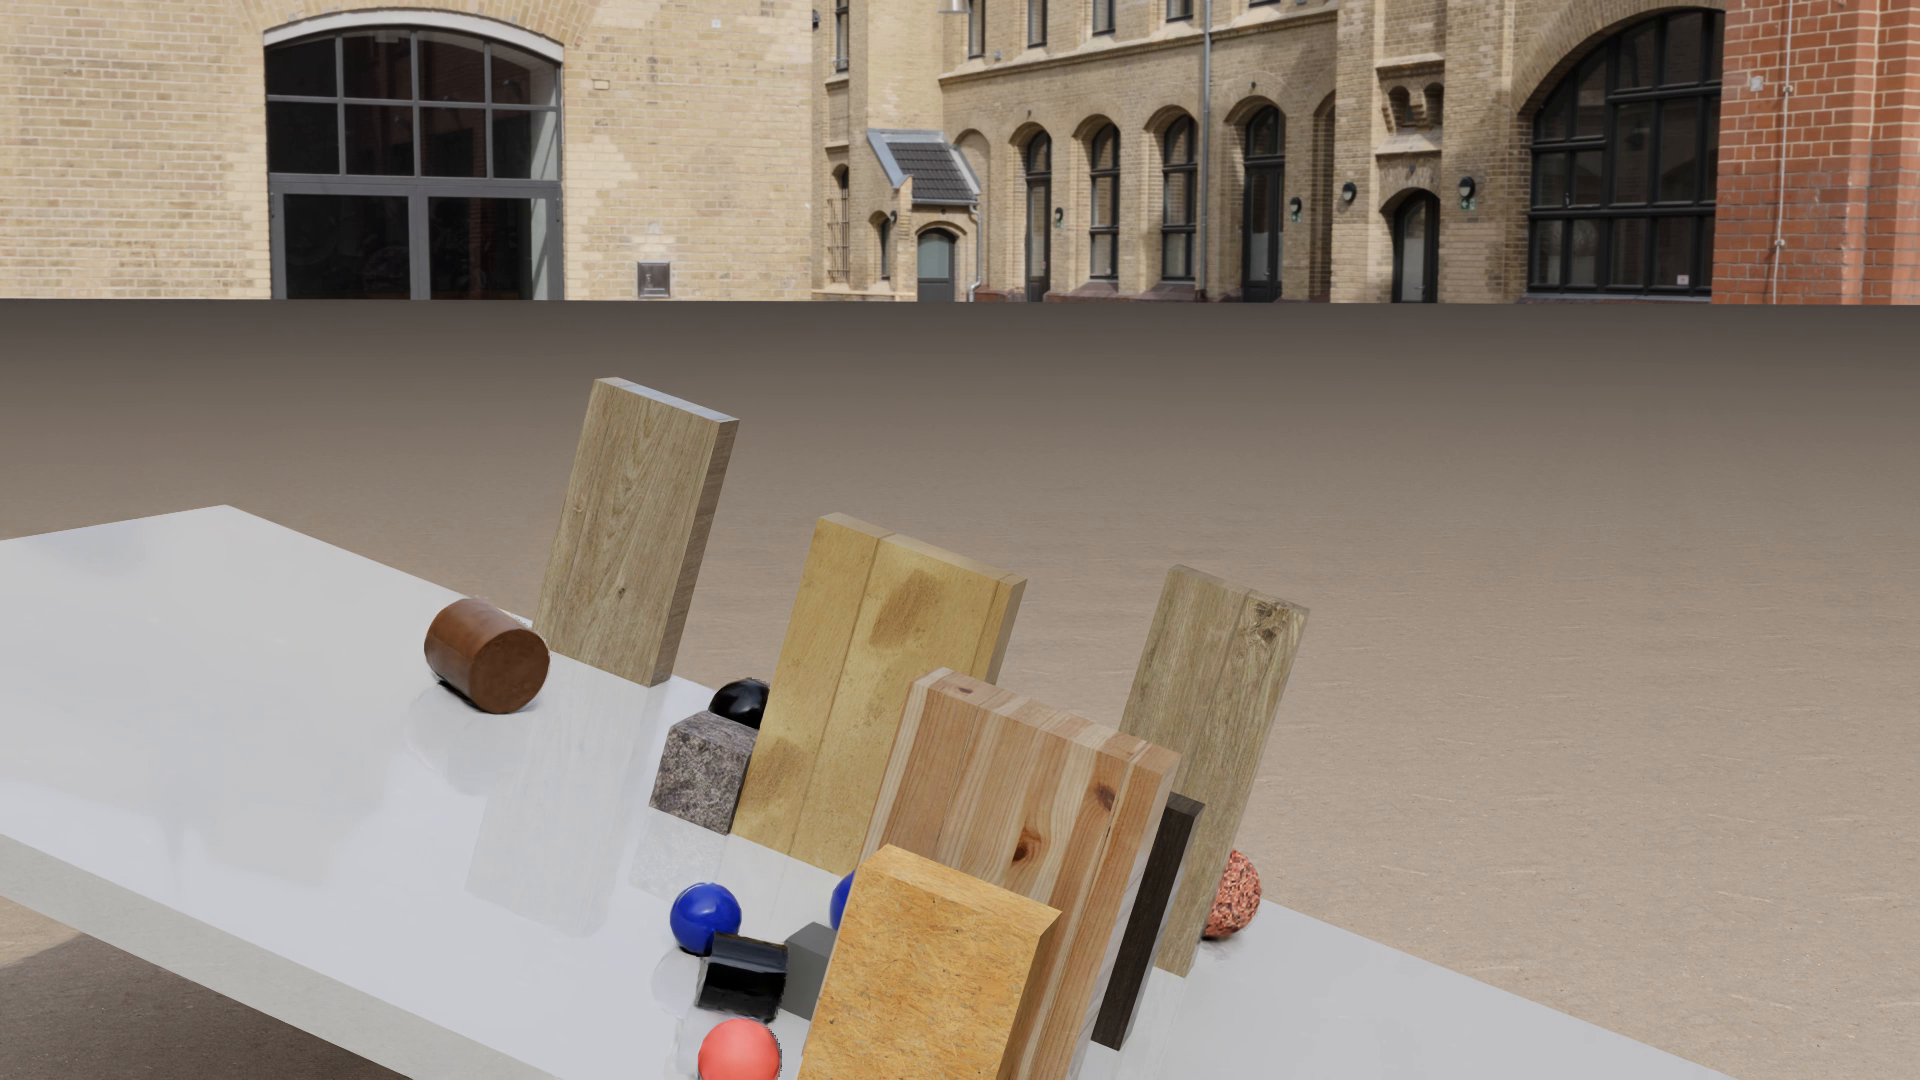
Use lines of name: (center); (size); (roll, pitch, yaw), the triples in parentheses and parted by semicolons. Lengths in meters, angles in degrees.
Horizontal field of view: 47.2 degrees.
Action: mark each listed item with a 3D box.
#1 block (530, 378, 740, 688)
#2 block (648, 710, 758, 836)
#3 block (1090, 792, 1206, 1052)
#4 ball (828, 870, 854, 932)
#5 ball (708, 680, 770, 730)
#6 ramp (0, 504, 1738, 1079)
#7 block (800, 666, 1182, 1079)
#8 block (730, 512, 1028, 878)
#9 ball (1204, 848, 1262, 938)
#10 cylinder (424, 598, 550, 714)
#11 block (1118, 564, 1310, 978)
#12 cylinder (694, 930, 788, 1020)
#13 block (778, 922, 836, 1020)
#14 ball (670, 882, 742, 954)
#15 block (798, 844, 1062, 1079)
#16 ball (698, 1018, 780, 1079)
block: (-0.776, -0.020, 5.217); (0.330, 0.659, 0.117); (19, 12, 14)
block: (-0.501, 0.473, 4.487); (0.174, 0.174, 0.174); (19, 12, 13)
block: (0.169, 0.626, 3.982); (0.421, 0.457, 0.101); (19, 12, 14)
ball: (-0.158, 0.678, 4.012); (0.166, 0.166, 0.166); (0, 7, 0)
ball: (-0.476, 0.396, 4.884); (0.174, 0.174, 0.174); (0, 7, 0)
ramp: (-0.369, 0.711, 4.234); (4.000, 0.100, 2.000); (19, 12, 14)
block: (0.046, 0.586, 3.509); (0.419, 0.652, 0.149); (19, 12, 14)
block: (-0.165, 0.333, 4.359); (0.412, 0.674, 0.107); (19, 12, 14)
ball: (0.535, 0.737, 4.626); (0.195, 0.195, 0.195); (0, 7, 0)
cylinder: (-1.026, 0.249, 4.764); (0.195, 0.195, 0.195); (-6, 24, -42)
block: (0.440, 0.458, 4.363); (0.277, 0.771, 0.090); (19, 12, 14)
cylinder: (-0.362, 0.719, 3.634); (0.125, 0.125, 0.125); (14, 4, -10)
block: (-0.237, 0.739, 3.738); (0.117, 0.117, 0.117); (20, 12, 17)
ball: (-0.442, 0.657, 3.821); (0.125, 0.125, 0.125); (0, 7, 0)
block: (-0.055, 0.718, 3.333); (0.290, 0.418, 0.128); (19, 12, 14)
ball: (-0.336, 0.790, 3.341); (0.124, 0.124, 0.124); (0, 7, 0)
